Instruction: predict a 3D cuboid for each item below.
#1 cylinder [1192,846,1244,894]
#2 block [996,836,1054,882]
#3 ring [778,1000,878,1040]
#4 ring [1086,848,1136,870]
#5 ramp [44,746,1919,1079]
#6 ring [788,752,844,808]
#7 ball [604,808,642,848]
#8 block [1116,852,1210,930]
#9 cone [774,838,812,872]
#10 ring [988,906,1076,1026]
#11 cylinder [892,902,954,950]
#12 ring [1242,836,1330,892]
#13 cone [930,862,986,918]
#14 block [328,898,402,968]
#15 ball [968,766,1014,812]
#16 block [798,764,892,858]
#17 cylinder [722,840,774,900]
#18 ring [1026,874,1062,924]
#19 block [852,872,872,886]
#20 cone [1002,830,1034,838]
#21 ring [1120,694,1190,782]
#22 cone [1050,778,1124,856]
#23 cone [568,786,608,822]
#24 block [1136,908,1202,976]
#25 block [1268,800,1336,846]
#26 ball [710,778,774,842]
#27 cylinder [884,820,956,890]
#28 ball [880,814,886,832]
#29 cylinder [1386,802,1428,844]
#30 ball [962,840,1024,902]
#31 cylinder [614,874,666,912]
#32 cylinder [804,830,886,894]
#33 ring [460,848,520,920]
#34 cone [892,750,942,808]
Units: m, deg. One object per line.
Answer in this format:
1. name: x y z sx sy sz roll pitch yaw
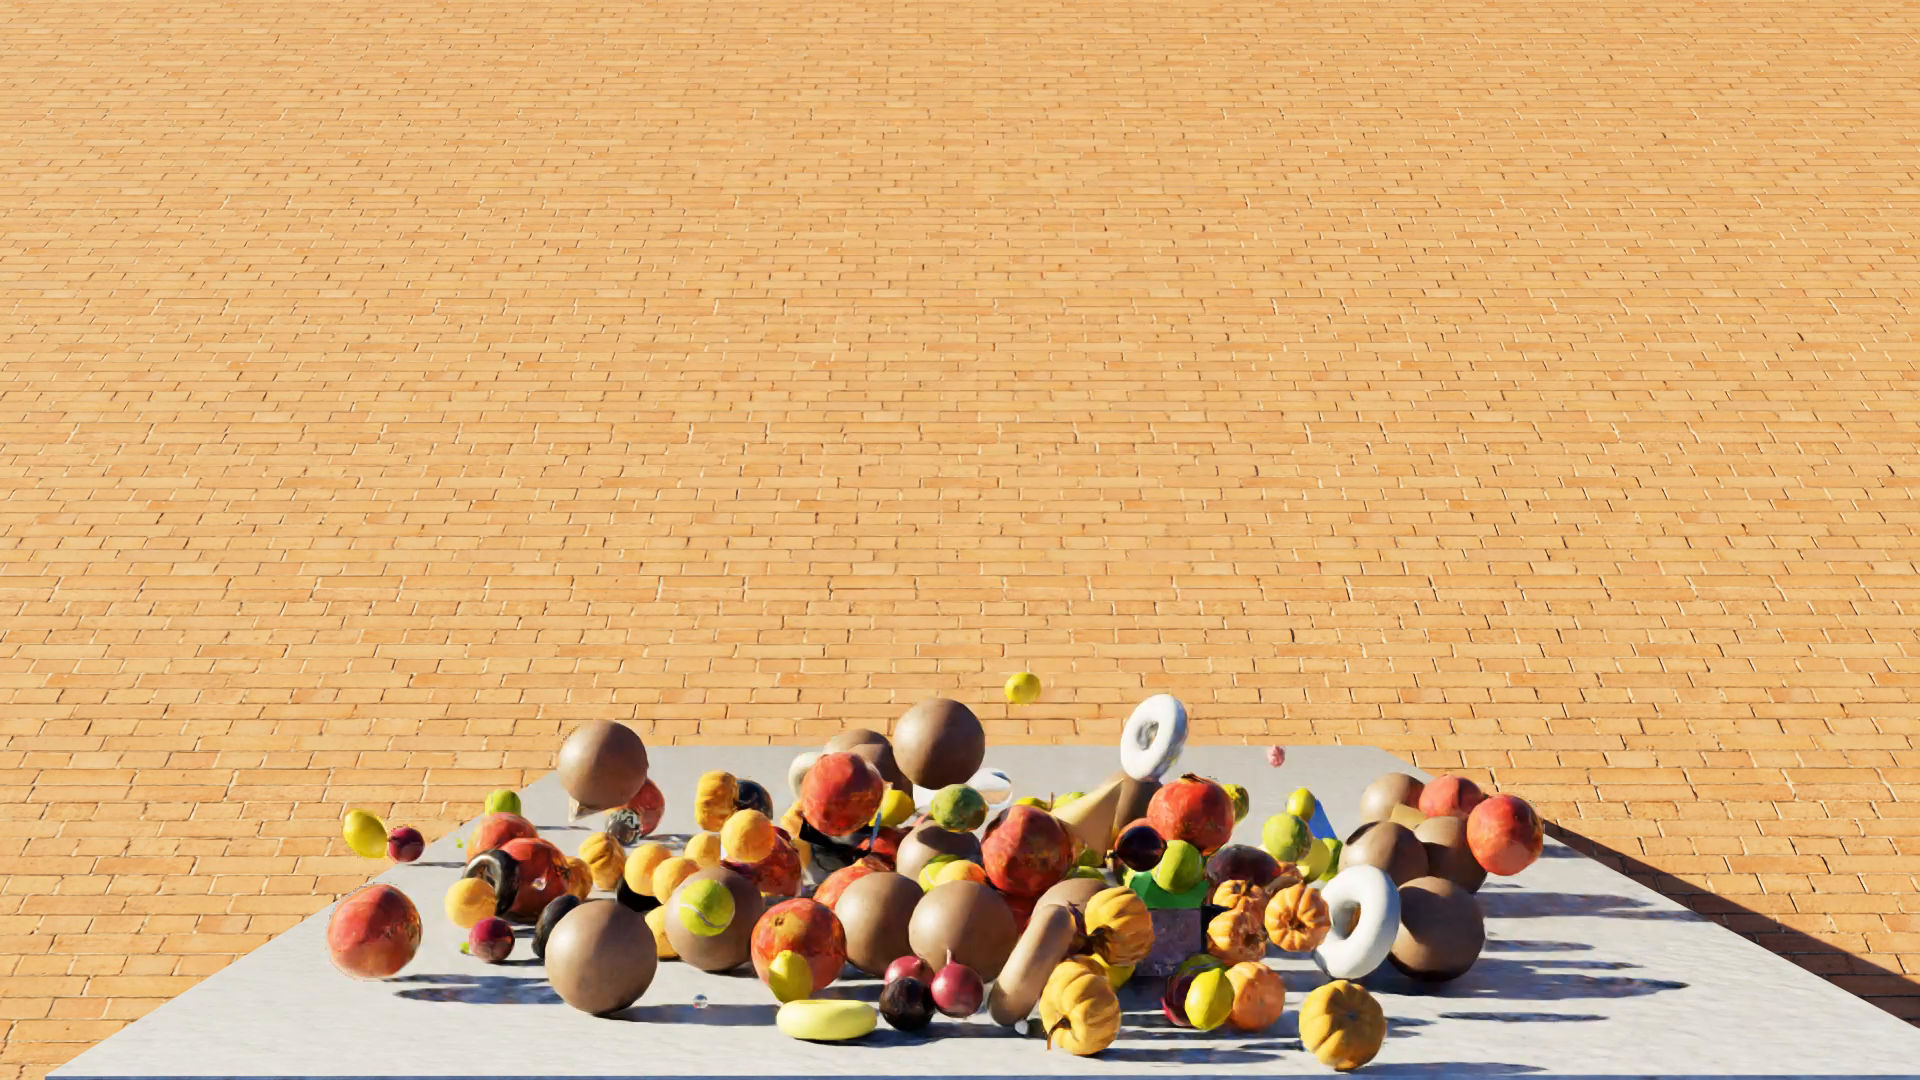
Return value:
1. cylinder: 0.397 0.506 3.979 0.066 0.066 0.066 13 5 22
2. block: 0.104 0.507 4.109 0.065 0.065 0.065 0 0 36
3. ring: -0.145 0.525 2.836 0.110 0.037 0.110 1 -5 0
4. ring: 0.247 0.524 4.254 0.083 0.028 0.083 2 -1 0
5. ramp: 0.066 0.587 4.636 2.000 0.100 4.000 0 0 0
6. ring: -0.229 0.403 4.268 0.120 0.120 0.040 14 35 24
7. ball: -0.589 0.504 4.527 0.066 0.066 0.066 0 29 0
8. block: 0.267 0.476 3.411 0.077 0.077 0.077 34 51 -7
9. cone: -0.264 0.473 3.927 0.056 0.056 0.056 8 28 37
10. ring: 0.080 0.477 2.897 0.050 0.150 0.150 30 35 7
11. cylinder: -0.050 0.512 3.431 0.059 0.059 0.059 22 12 34
12. ring: 0.496 0.493 3.932 0.138 0.138 0.046 -7 57 -12
13. cone: -0.015 0.451 3.319 0.070 0.070 0.070 -10 16 44
14. block: -0.737 0.487 3.202 0.057 0.057 0.057 -9 19 14
15. ball: 0.058 0.471 4.891 0.085 0.085 0.085 0 29 0
16. block: -0.157 0.372 3.559 0.095 0.095 0.095 17 4 5
17. cylinder: -0.322 0.500 3.925 0.080 0.080 0.080 0 0 0
18. ring: 0.110 0.488 3.349 0.036 0.108 0.108 -4 29 -9
19. block: -0.182 0.505 4.072 0.068 0.068 0.068 0 0 -21
20. cone: 0.095 0.523 4.269 0.066 0.066 0.066 5 28 9
21. ring: 0.295 0.301 3.928 0.046 0.139 0.139 25 19 -26
22. cone: 0.178 0.334 3.250 0.091 0.091 0.091 -51 39 3
23. cone: -0.593 0.430 4.160 0.058 0.058 0.058 10 25 -22
24. block: 0.259 0.498 3.207 0.080 0.080 0.080 0 -6 4
25. block: 0.561 0.478 4.237 0.069 0.069 0.069 -18 73 -23
26. ball: -0.332 0.412 3.945 0.096 0.096 0.096 0 29 0
27. cylinder: -0.060 0.478 3.919 0.079 0.079 0.079 -34 20 22
28. ball: -0.180 0.489 4.550 0.097 0.097 0.097 0 29 0
29. cylinder: 0.759 0.480 4.384 0.055 0.055 0.055 19 33 16
30. ball: 0.044 0.446 3.485 0.085 0.085 0.085 0 29 0
31. cylinder: -0.465 0.513 3.762 0.053 0.053 0.053 15 11 -47
32. cylinder: -0.178 0.481 3.969 0.093 0.093 0.093 18 28 29
33. ring: -0.665 0.487 3.656 0.102 0.102 0.034 26 0 38
34. cone: -0.054 0.423 4.572 0.100 0.100 0.100 17 3 27
